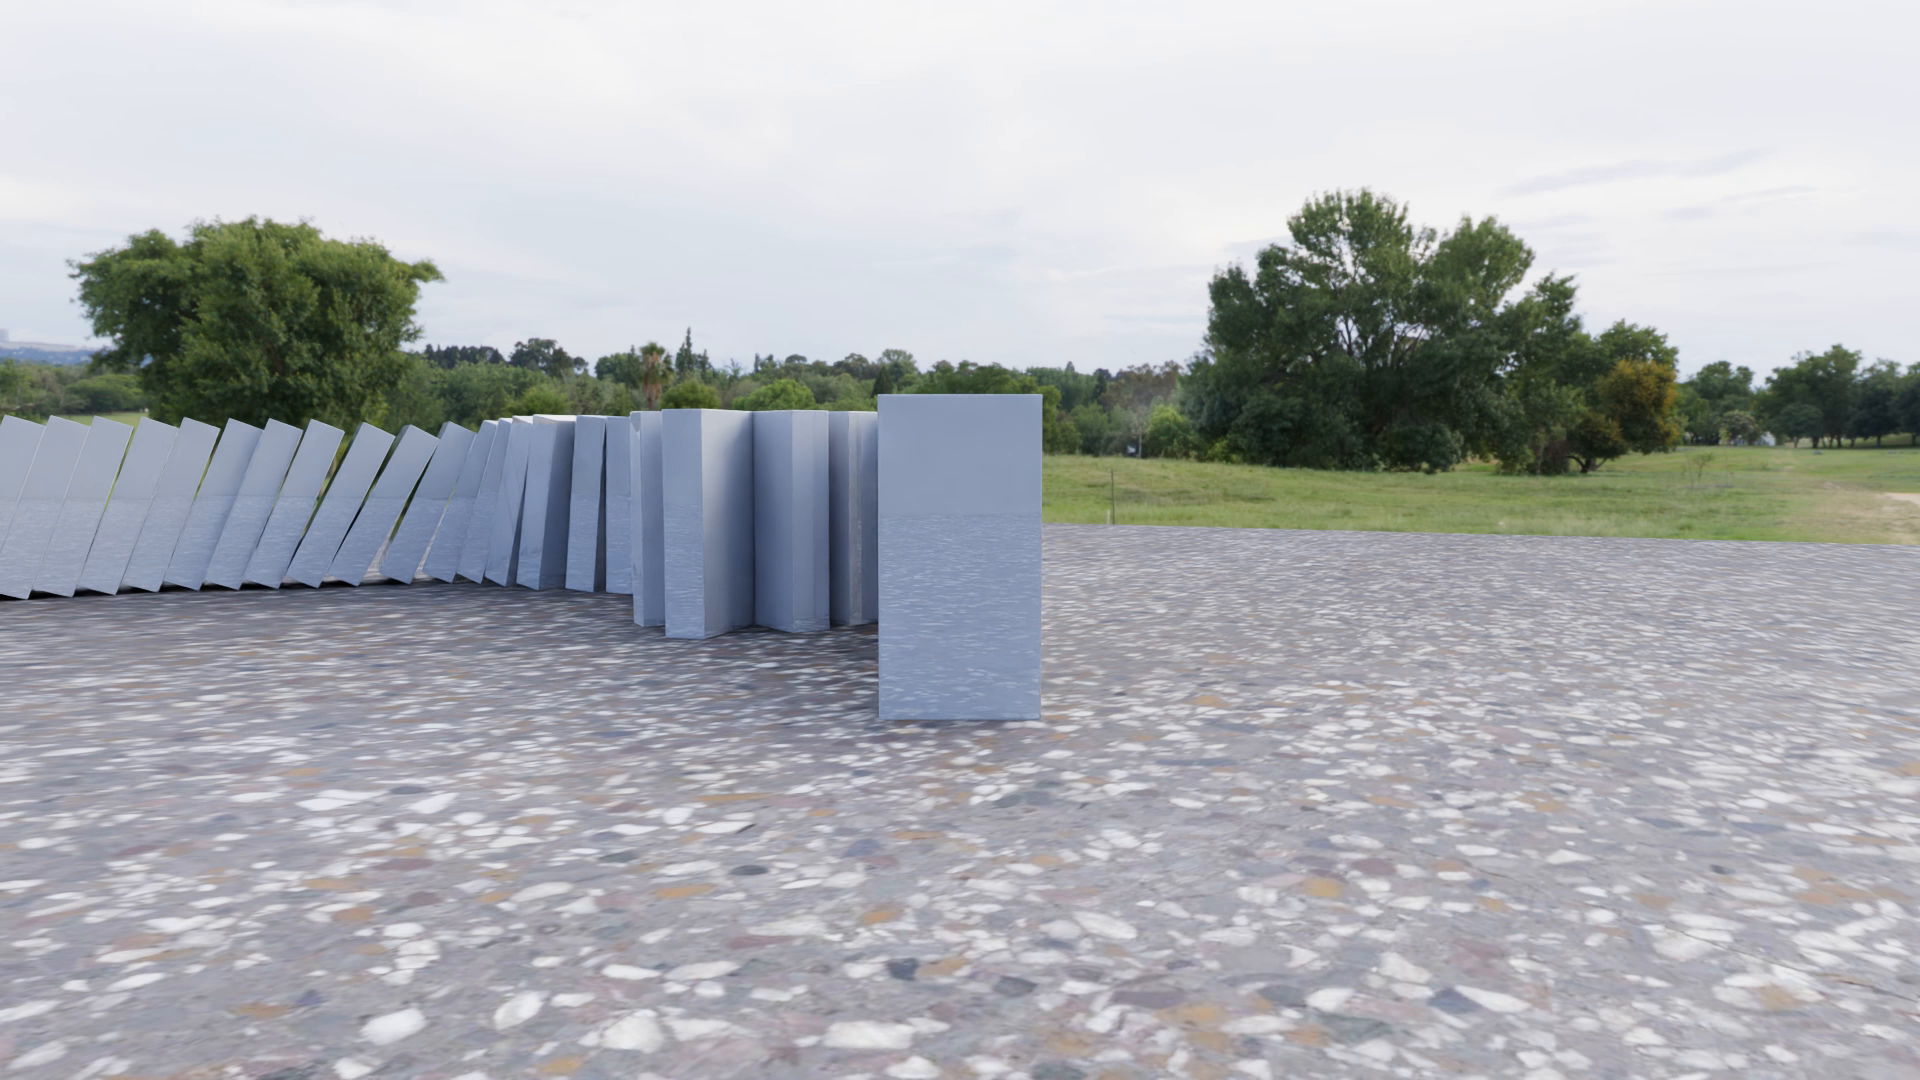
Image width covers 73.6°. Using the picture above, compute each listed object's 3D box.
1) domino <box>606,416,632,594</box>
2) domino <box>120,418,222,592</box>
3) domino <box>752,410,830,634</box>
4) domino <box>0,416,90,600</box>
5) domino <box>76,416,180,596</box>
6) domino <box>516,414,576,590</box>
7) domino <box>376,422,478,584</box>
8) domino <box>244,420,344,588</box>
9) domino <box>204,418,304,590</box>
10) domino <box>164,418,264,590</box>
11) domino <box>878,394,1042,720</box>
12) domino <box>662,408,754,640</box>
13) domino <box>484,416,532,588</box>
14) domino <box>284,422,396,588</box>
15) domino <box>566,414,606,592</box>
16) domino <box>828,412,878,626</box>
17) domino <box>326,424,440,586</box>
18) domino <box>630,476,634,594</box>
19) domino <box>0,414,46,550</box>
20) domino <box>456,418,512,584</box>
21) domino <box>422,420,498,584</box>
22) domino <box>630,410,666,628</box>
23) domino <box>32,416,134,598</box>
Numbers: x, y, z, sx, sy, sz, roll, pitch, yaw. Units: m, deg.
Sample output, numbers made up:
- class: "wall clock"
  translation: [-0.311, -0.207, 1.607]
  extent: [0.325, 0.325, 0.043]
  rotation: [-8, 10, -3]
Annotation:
- class: "domino"
  translation: [-0.091, -0.011, 0.374]
  extent: [0.009, 0.050, 0.025]
  rotation: [4, 5, 26]
- class: "domino"
  translation: [-0.232, -0.011, 0.378]
  extent: [0.009, 0.050, 0.025]
  rotation: [21, -6, -28]
- class: "domino"
  translation: [-0.041, -0.005, 0.299]
  extent: [0.009, 0.050, 0.025]
  rotation: [-3, 5, -37]
- class: "domino"
  translation: [-0.258, -0.010, 0.361]
  extent: [0.009, 0.050, 0.025]
  rotation: [20, -7, -32]
- class: "domino"
  translation: [-0.241, -0.010, 0.372]
  extent: [0.009, 0.050, 0.025]
  rotation: [21, -8, -32]
- class: "domino"
  translation: [-0.116, -0.012, 0.382]
  extent: [0.009, 0.050, 0.025]
  rotation: [15, 11, 29]
- class: "domino"
  translation: [-0.166, -0.012, 0.400]
  extent: [0.009, 0.050, 0.025]
  rotation: [26, -7, -25]
- class: "domino"
  translation: [-0.201, -0.011, 0.387]
  extent: [0.010, 0.050, 0.025]
  rotation: [23, -7, -27]
- class: "domino"
  translation: [-0.212, -0.011, 0.385]
  extent: [0.009, 0.050, 0.025]
  rotation: [22, -7, -28]
- class: "domino"
  translation: [-0.222, -0.011, 0.383]
  extent: [0.009, 0.050, 0.025]
  rotation: [22, -7, -28]
- class: "domino"
  translation: [0.000, 0.002, 0.201]
  extent: [0.025, 0.050, 0.009]
  rotation: [0, 4, 0]
- class: "domino"
  translation: [-0.057, -0.004, 0.290]
  extent: [0.009, 0.050, 0.025]
  rotation: [1, 4, 16]
- class: "domino"
  translation: [-0.127, -0.012, 0.389]
  extent: [0.010, 0.050, 0.025]
  rotation: [22, 14, 28]
- class: "domino"
  translation: [-0.189, -0.011, 0.390]
  extent: [0.009, 0.050, 0.025]
  rotation: [28, -9, -27]
- class: "domino"
  translation: [-0.103, -0.011, 0.378]
  extent: [0.009, 0.050, 0.025]
  rotation: [8, 7, 19]
- class: "domino"
  translation: [-0.032, -0.006, 0.310]
  extent: [0.025, 0.050, 0.009]
  rotation: [4, 6, 43]
- class: "domino"
  translation: [-0.178, -0.011, 0.395]
  extent: [0.010, 0.050, 0.025]
  rotation: [30, -10, -26]
- class: "domino"
  translation: [-0.080, -0.010, 0.364]
  extent: [0.025, 0.050, 0.009]
  rotation: [-3, 6, -34]
- class: "domino"
  translation: [-0.267, -0.009, 0.356]
  extent: [0.009, 0.050, 0.025]
  rotation: [20, -7, -32]
- class: "domino"
  translation: [-0.138, -0.012, 0.398]
  extent: [0.010, 0.050, 0.025]
  rotation: [22, 11, 16]
- class: "domino"
  translation: [-0.152, -0.013, 0.403]
  extent: [0.010, 0.050, 0.025]
  rotation: [22, 0, -11]
- class: "domino"
  translation: [-0.065, -0.005, 0.306]
  extent: [0.025, 0.050, 0.010]
  rotation: [-2, 5, -28]
- class: "domino"
  translation: [-0.250, -0.010, 0.366]
  extent: [0.009, 0.050, 0.025]
  rotation: [20, -7, -32]
